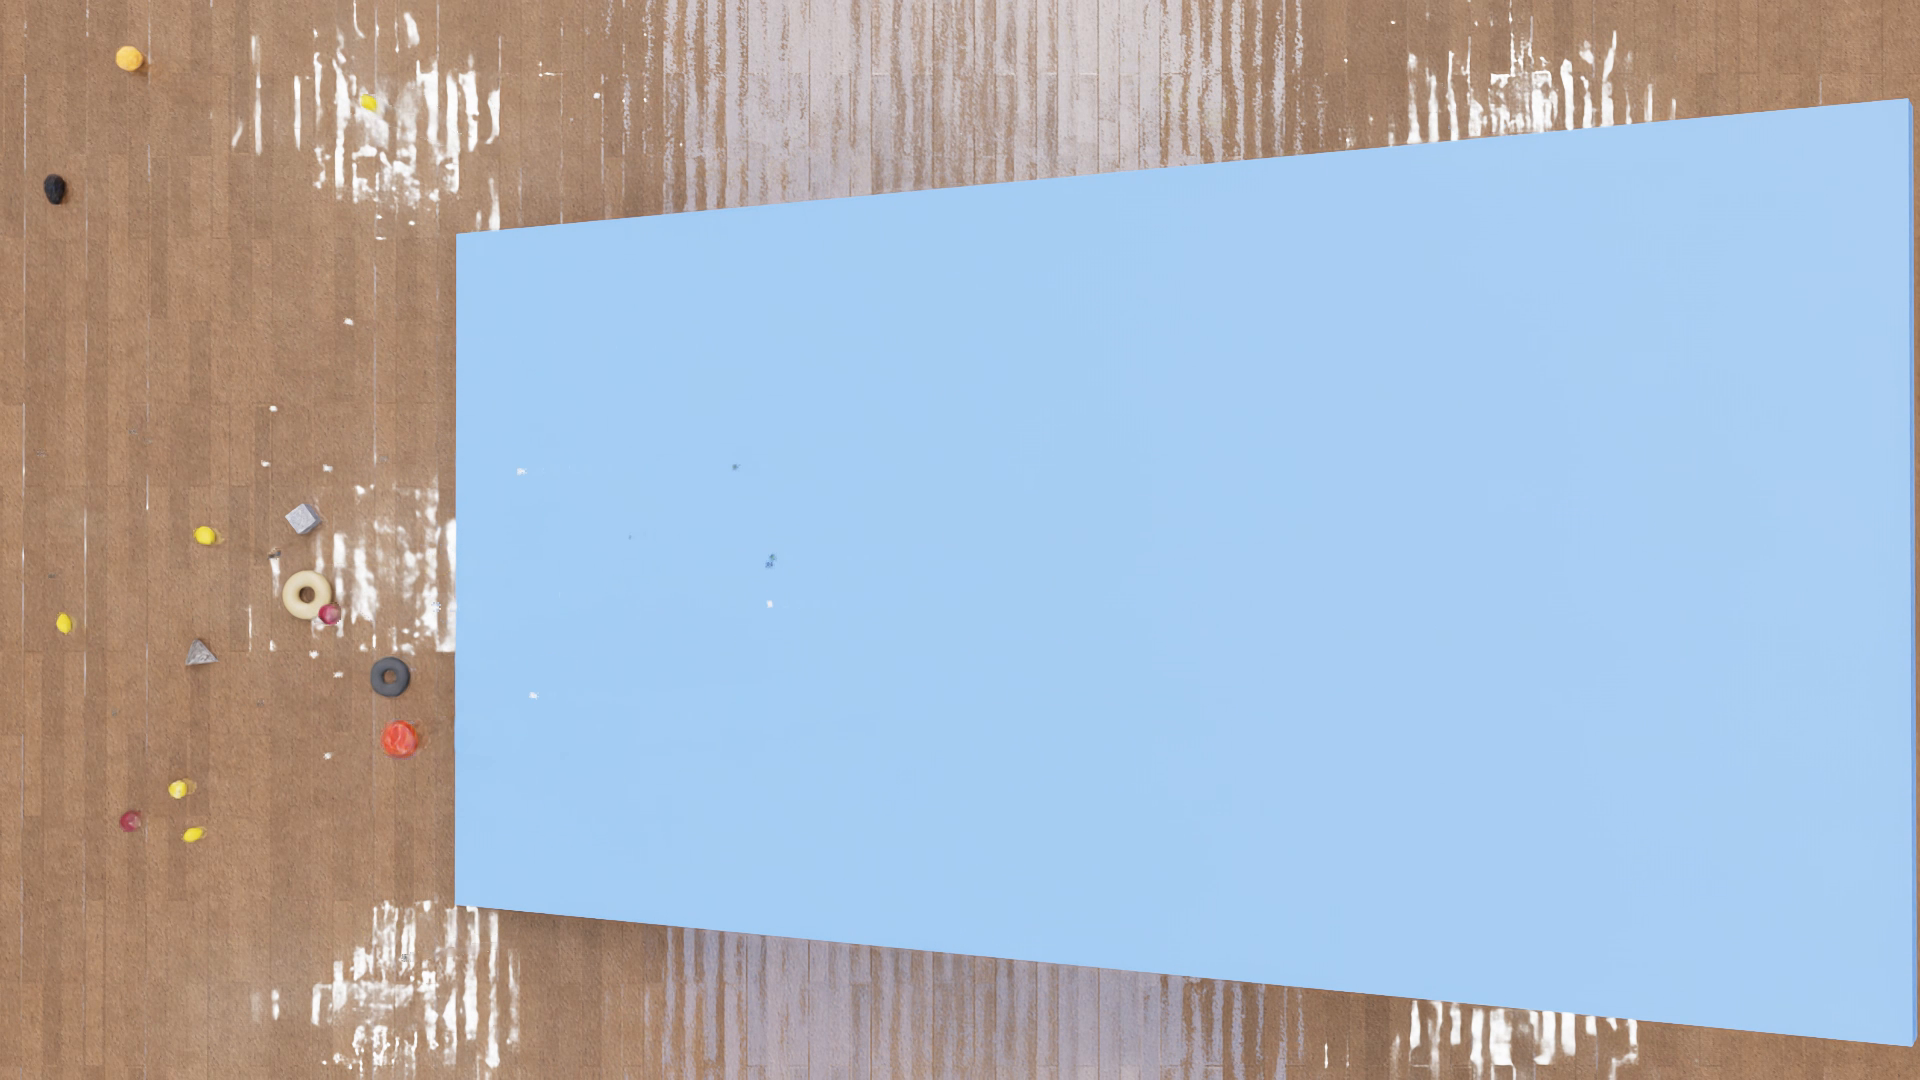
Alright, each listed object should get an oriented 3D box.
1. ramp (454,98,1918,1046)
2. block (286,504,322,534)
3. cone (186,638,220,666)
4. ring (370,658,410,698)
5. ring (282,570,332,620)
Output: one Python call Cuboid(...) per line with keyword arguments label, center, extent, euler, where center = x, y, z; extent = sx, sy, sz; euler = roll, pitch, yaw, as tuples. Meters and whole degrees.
Cuboid(label="ramp", center=(0.274, 0.076, 5.642), extent=(4.000, 0.100, 2.000), euler=(0, 89, 29))
Cuboid(label="block", center=(-1.974, -0.064, 6.615), extent=(0.066, 0.066, 0.066), euler=(-36, 90, 0))
Cuboid(label="cone", center=(-2.273, 0.351, 6.624), extent=(0.088, 0.088, 0.088), euler=(24, 89, -26))
Cuboid(label="ring", center=(-1.717, 0.414, 6.623), extent=(0.122, 0.041, 0.122), euler=(0, 88, 1))
Cuboid(label="ring", center=(-1.966, 0.165, 6.622), extent=(0.148, 0.049, 0.148), euler=(0, 88, -1))
